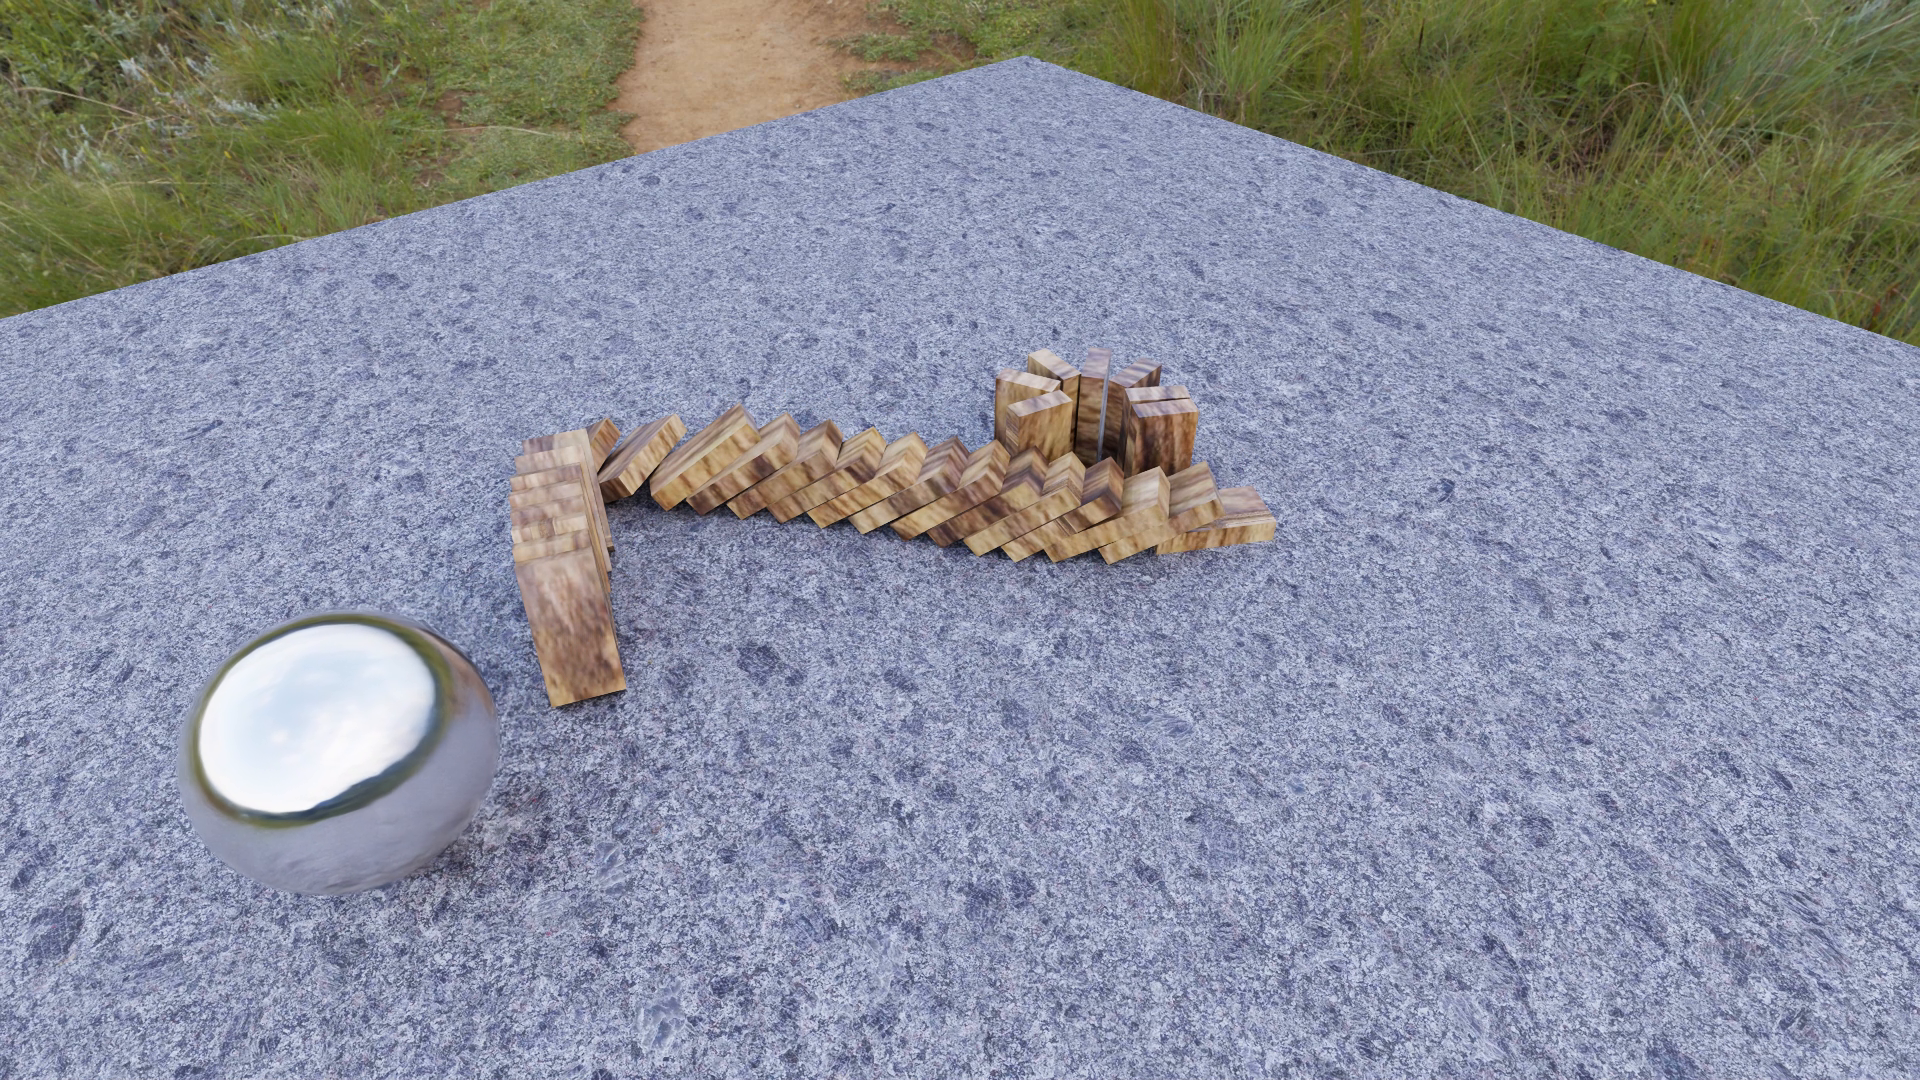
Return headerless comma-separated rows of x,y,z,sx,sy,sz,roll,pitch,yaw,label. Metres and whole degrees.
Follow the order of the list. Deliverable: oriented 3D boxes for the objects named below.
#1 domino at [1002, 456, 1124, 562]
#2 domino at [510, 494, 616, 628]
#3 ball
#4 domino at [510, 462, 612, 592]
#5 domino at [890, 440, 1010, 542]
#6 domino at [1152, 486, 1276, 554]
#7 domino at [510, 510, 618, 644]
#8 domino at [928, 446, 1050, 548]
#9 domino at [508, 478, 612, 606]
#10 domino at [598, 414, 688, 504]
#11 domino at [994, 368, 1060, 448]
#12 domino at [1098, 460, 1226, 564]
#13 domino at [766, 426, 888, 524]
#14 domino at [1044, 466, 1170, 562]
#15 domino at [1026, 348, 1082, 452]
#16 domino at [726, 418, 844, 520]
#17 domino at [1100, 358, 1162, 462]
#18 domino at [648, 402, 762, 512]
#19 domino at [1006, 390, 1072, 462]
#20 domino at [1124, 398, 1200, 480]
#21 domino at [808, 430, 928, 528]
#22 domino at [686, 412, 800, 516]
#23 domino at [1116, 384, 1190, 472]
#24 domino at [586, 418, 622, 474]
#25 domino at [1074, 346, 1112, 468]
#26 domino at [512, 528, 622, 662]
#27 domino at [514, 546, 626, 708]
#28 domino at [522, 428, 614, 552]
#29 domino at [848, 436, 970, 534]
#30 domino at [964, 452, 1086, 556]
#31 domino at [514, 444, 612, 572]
0.041,-0.012,0.435,0.050,0.010,0.025,-27,29,30,domino
-0.144,0.011,0.399,0.025,0.050,0.009,-13,16,-16,domino
-0.175,0.060,0.315,0.080,0.080,0.080,0,39,0,ball
-0.150,-0.002,0.415,0.025,0.050,0.009,-13,15,-16,domino
-0.004,-0.020,0.445,0.050,0.010,0.025,-26,28,31,domino
0.101,-0.008,0.454,0.050,0.009,0.025,-7,40,-9,domino
-0.140,0.017,0.391,0.025,0.050,0.009,-13,16,-16,domino
0.011,-0.017,0.441,0.050,0.010,0.025,-26,29,32,domino
-0.147,0.005,0.406,0.025,0.050,0.010,-13,16,-16,domino
-0.142,-0.035,0.478,0.025,0.009,0.050,-14,32,29,domino
0.028,-0.047,0.469,0.025,0.050,0.010,17,42,20,domino
0.078,-0.011,0.438,0.050,0.009,0.025,-24,35,19,domino
-0.055,-0.027,0.455,0.050,0.009,0.025,-23,31,28,domino
0.058,-0.010,0.436,0.050,0.010,0.025,-21,32,27,domino
0.040,-0.055,0.478,0.009,0.050,0.025,-23,45,-25,domino
-0.073,-0.029,0.458,0.050,0.010,0.025,-26,33,24,domino
0.073,-0.050,0.473,0.010,0.050,0.025,29,47,31,domino
-0.108,-0.036,0.465,0.050,0.010,0.025,-37,33,3,domino
0.032,-0.035,0.455,0.025,0.050,0.010,-19,43,-22,domino
0.081,-0.033,0.452,0.025,0.050,0.010,-7,40,-8,domino
-0.038,-0.025,0.452,0.050,0.009,0.025,-23,30,29,domino
-0.091,-0.032,0.461,0.050,0.009,0.025,-29,32,16,domino
0.080,-0.040,0.461,0.025,0.050,0.010,-4,40,-5,domino
-0.167,-0.031,0.473,0.025,0.009,0.050,-19,34,22,domino
0.058,-0.055,0.479,0.009,0.050,0.025,9,40,11,domino
-0.137,0.023,0.383,0.025,0.050,0.009,-13,16,-16,domino
-0.133,0.030,0.376,0.025,0.050,0.009,-13,16,-16,domino
-0.157,-0.018,0.442,0.025,0.010,0.050,-13,81,-16,domino
-0.021,-0.022,0.448,0.050,0.009,0.025,-24,29,30,domino
0.026,-0.014,0.438,0.050,0.010,0.025,-27,29,30,domino
-0.153,-0.010,0.426,0.025,0.050,0.009,-13,6,-16,domino
